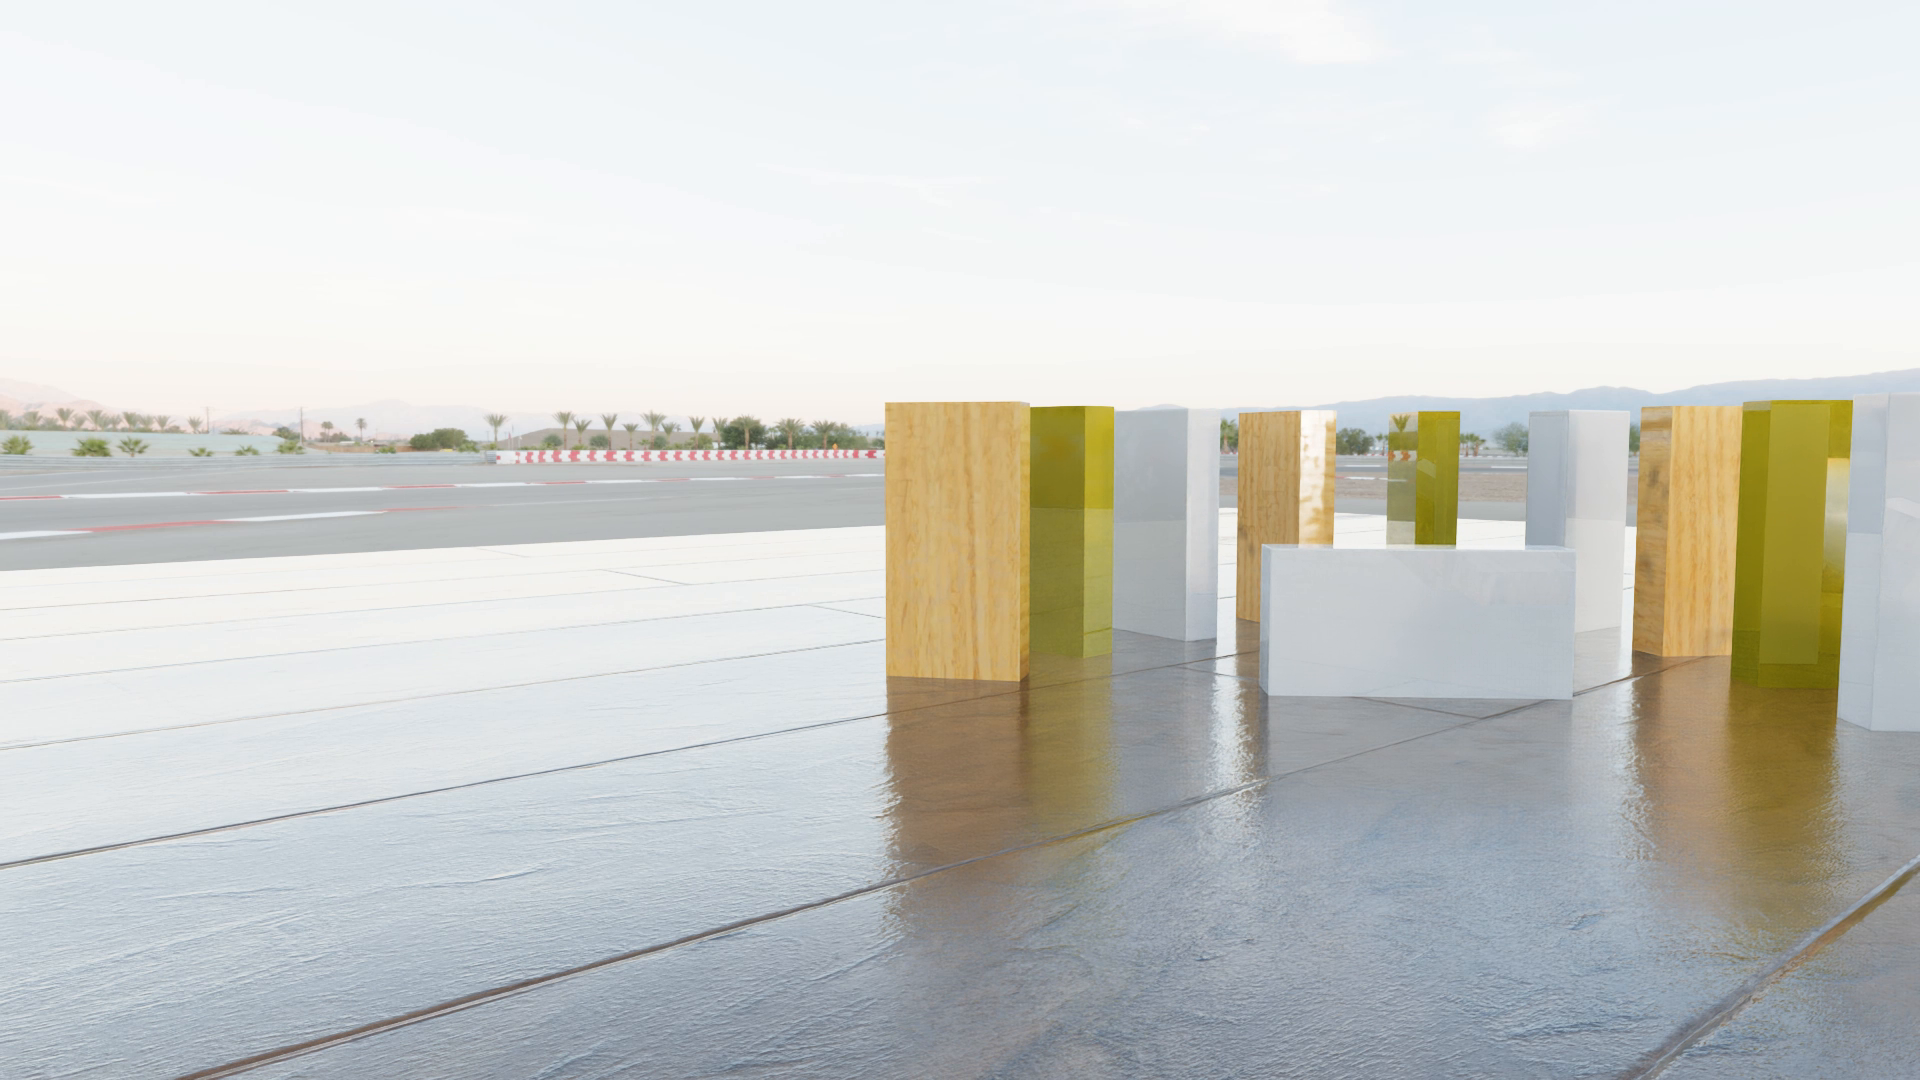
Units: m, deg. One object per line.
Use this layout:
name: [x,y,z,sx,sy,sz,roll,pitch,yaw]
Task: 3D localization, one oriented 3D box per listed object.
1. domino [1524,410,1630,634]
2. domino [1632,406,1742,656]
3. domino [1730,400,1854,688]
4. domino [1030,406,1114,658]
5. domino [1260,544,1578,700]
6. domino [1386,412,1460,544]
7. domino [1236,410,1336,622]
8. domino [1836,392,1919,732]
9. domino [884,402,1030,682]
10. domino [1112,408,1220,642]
domino: [0.141,-0.005,0.294,0.025,0.050,0.009,-3,5,-34]
domino: [0.152,-0.002,0.261,0.025,0.050,0.010,-1,4,-8]
domino: [0.153,0.001,0.226,0.025,0.050,0.010,0,4,5]
domino: [0.019,-0.002,0.265,0.025,0.050,0.010,4,6,43]
domino: [0.077,0.014,0.219,0.050,0.025,0.010,0,4,4]
domino: [0.111,-0.006,0.310,0.010,0.050,0.025,0,4,4]
domino: [0.077,-0.005,0.304,0.010,0.050,0.025,-2,5,-21]
domino: [0.148,0.003,0.191,0.025,0.050,0.010,1,4,8]
domino: [0.000,0.000,0.236,0.025,0.050,0.009,1,4,13]
domino: [0.046,-0.004,0.288,0.010,0.050,0.025,-3,5,-34]
